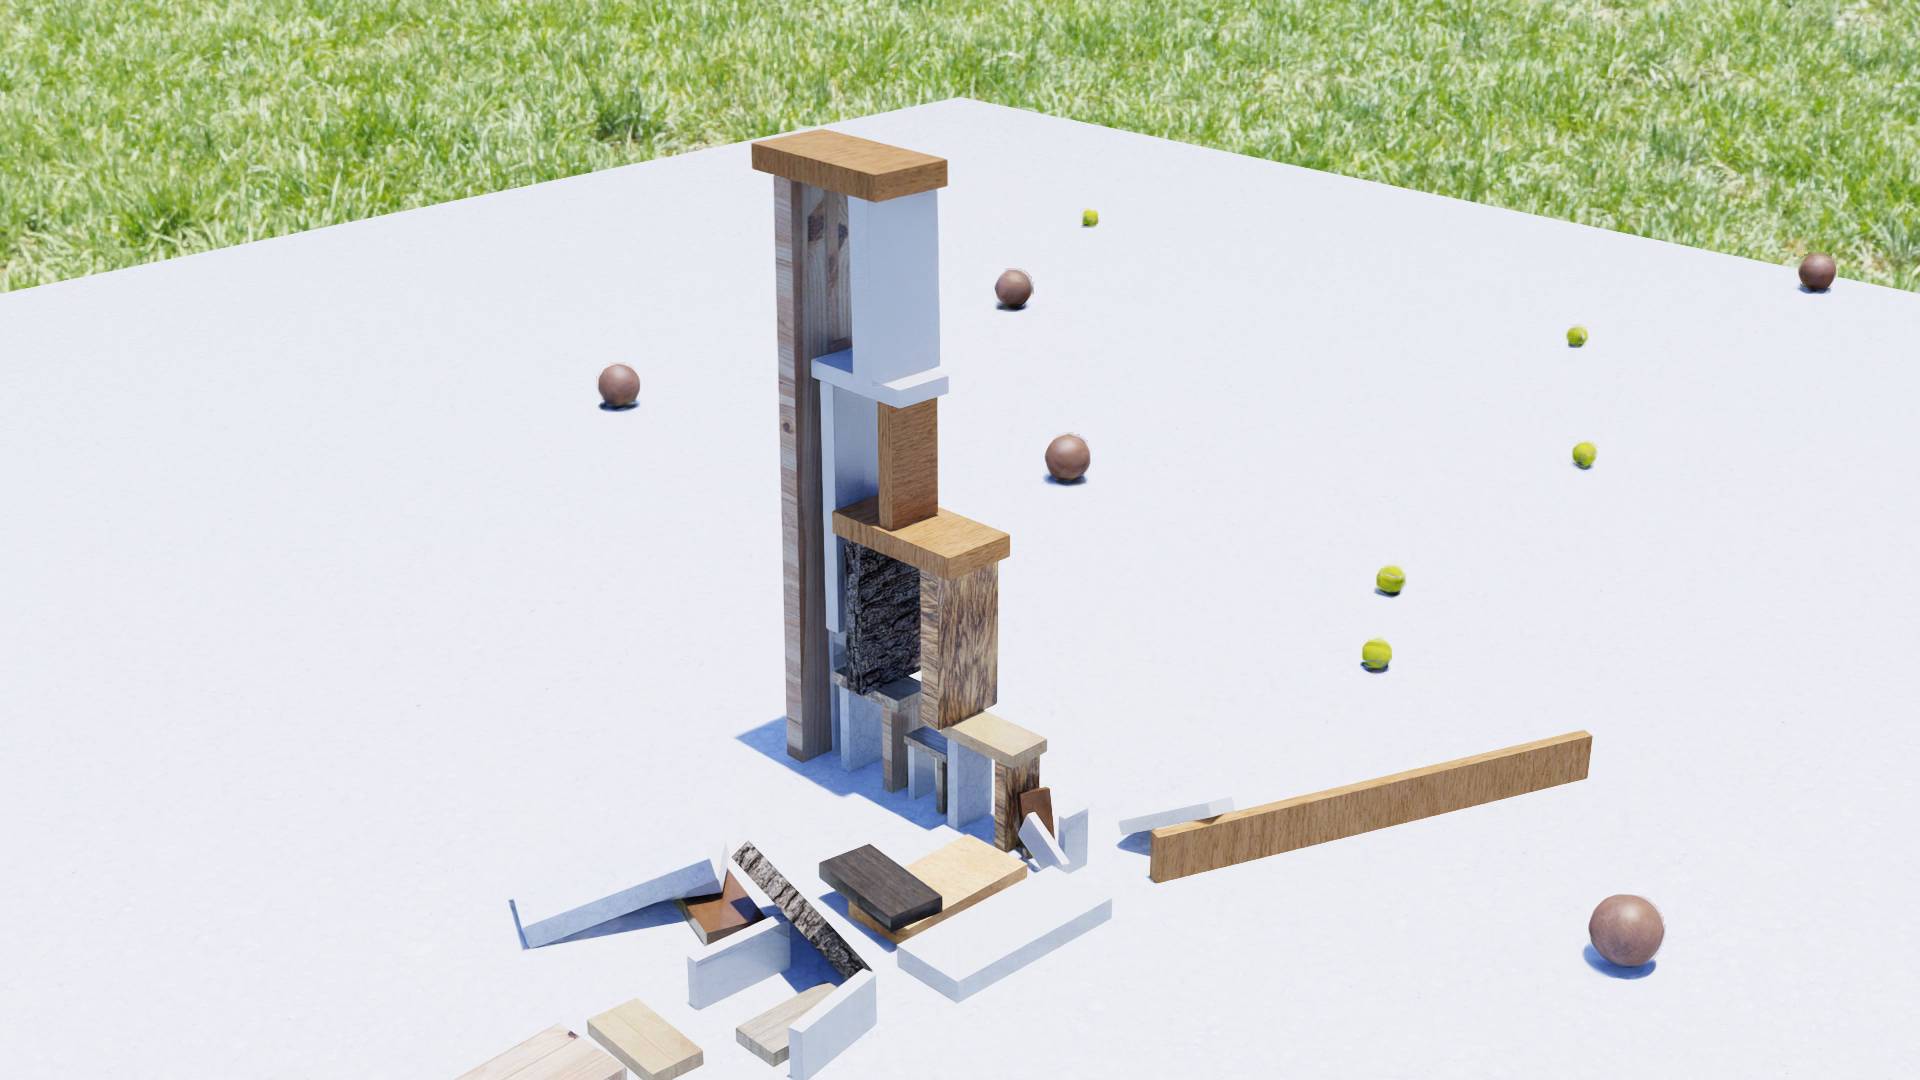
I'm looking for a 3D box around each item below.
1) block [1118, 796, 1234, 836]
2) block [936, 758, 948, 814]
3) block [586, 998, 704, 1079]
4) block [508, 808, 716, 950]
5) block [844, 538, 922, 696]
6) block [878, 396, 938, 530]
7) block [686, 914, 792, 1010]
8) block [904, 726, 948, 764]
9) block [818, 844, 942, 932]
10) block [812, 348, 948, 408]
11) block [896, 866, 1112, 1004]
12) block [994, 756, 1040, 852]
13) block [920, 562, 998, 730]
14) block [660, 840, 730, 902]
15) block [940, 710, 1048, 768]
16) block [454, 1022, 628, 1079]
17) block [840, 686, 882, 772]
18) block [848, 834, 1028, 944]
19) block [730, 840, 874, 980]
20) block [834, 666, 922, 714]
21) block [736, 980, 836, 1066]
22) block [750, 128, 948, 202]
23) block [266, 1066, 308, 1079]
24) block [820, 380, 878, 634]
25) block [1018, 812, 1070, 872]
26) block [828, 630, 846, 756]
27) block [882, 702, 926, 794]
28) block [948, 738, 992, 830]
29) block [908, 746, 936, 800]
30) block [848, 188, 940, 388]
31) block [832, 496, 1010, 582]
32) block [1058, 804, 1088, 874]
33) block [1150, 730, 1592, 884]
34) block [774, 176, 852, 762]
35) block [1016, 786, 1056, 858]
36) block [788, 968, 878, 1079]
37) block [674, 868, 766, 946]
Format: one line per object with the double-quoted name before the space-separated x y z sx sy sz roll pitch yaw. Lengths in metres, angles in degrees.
"block" 0.424 0.540 4.303 0.203 0.029 0.102 -17 -8 32
"block" -0.020 0.489 4.452 0.017 0.122 0.061 21 31 41
"block" -0.534 0.850 3.722 0.101 0.029 0.202 -19 29 -37
"block" -0.650 0.629 4.103 0.359 0.051 0.180 -19 29 -11
"block" -0.155 0.133 4.456 0.047 0.335 0.166 21 31 40
"block" -0.100 -0.159 4.266 0.036 0.256 0.128 20 30 39
"block" -0.388 0.743 3.880 0.202 0.101 0.029 -19 29 -37
"block" -0.049 0.413 4.452 0.122 0.017 0.061 21 31 41
"block" -0.149 0.644 4.085 0.117 0.033 0.234 -16 28 -34
"block" -0.156 -0.318 4.265 0.128 0.036 0.257 -20 30 -39
"block" 0.085 0.715 4.018 0.395 0.045 0.158 -20 30 -39
"block" 0.112 0.507 4.314 0.098 0.196 0.028 -21 30 -40
"block" 0.000 0.192 4.310 0.166 0.331 0.047 -21 31 -40
"block" -0.559 0.632 4.148 0.234 0.033 0.117 -10 29 7
"block" 0.066 0.386 4.313 0.098 0.028 0.196 -21 31 -41
"block" -0.751 0.921 3.526 0.180 0.051 0.413 20 30 39
"block" -0.206 0.381 4.616 0.027 0.193 0.096 21 31 41
"block" -0.039 0.660 4.147 0.158 0.045 0.317 21 31 40
"block" -0.288 0.674 3.973 0.045 0.158 0.317 -43 36 -10
"block" -0.161 0.298 4.531 0.096 0.027 0.193 -21 31 -41
"block" -0.274 0.828 3.772 0.202 0.029 0.101 -21 31 -40
"block" -0.211 -0.710 4.154 0.180 0.051 0.360 -20 30 -39
"block" -1.139 0.949 3.295 0.359 0.180 0.051 -20 30 -39
"block" -0.216 -0.078 4.432 0.036 0.535 0.128 21 31 40
"block" 0.160 0.592 4.221 0.018 0.064 0.128 -13 52 -33
"block" -0.252 0.309 4.635 0.013 0.311 0.045 21 31 41
"block" -0.115 0.417 4.532 0.096 0.193 0.027 -21 31 -41
"block" 0.020 0.471 4.399 0.028 0.196 0.098 21 31 41
"block" -0.078 0.466 4.505 0.017 0.122 0.061 21 31 41
"block" -0.122 -0.485 4.152 0.180 0.360 0.051 -21 30 -40
"block" -0.078 -0.013 4.309 0.166 0.047 0.331 -21 31 -40
"block" 0.218 0.578 4.234 0.064 0.128 0.018 -20 30 -39
"block" 0.837 0.526 4.391 1.019 0.102 0.029 -10 25 -22
"block" -0.279 -0.135 4.473 0.180 1.255 0.051 -21 31 -40
"block" 0.150 0.551 4.297 0.064 0.128 0.018 -10 9 -21
"block" -0.213 0.817 3.704 0.029 0.102 0.203 15 27 32
"block" -0.465 0.676 4.126 0.117 0.033 0.250 -11 25 -25
